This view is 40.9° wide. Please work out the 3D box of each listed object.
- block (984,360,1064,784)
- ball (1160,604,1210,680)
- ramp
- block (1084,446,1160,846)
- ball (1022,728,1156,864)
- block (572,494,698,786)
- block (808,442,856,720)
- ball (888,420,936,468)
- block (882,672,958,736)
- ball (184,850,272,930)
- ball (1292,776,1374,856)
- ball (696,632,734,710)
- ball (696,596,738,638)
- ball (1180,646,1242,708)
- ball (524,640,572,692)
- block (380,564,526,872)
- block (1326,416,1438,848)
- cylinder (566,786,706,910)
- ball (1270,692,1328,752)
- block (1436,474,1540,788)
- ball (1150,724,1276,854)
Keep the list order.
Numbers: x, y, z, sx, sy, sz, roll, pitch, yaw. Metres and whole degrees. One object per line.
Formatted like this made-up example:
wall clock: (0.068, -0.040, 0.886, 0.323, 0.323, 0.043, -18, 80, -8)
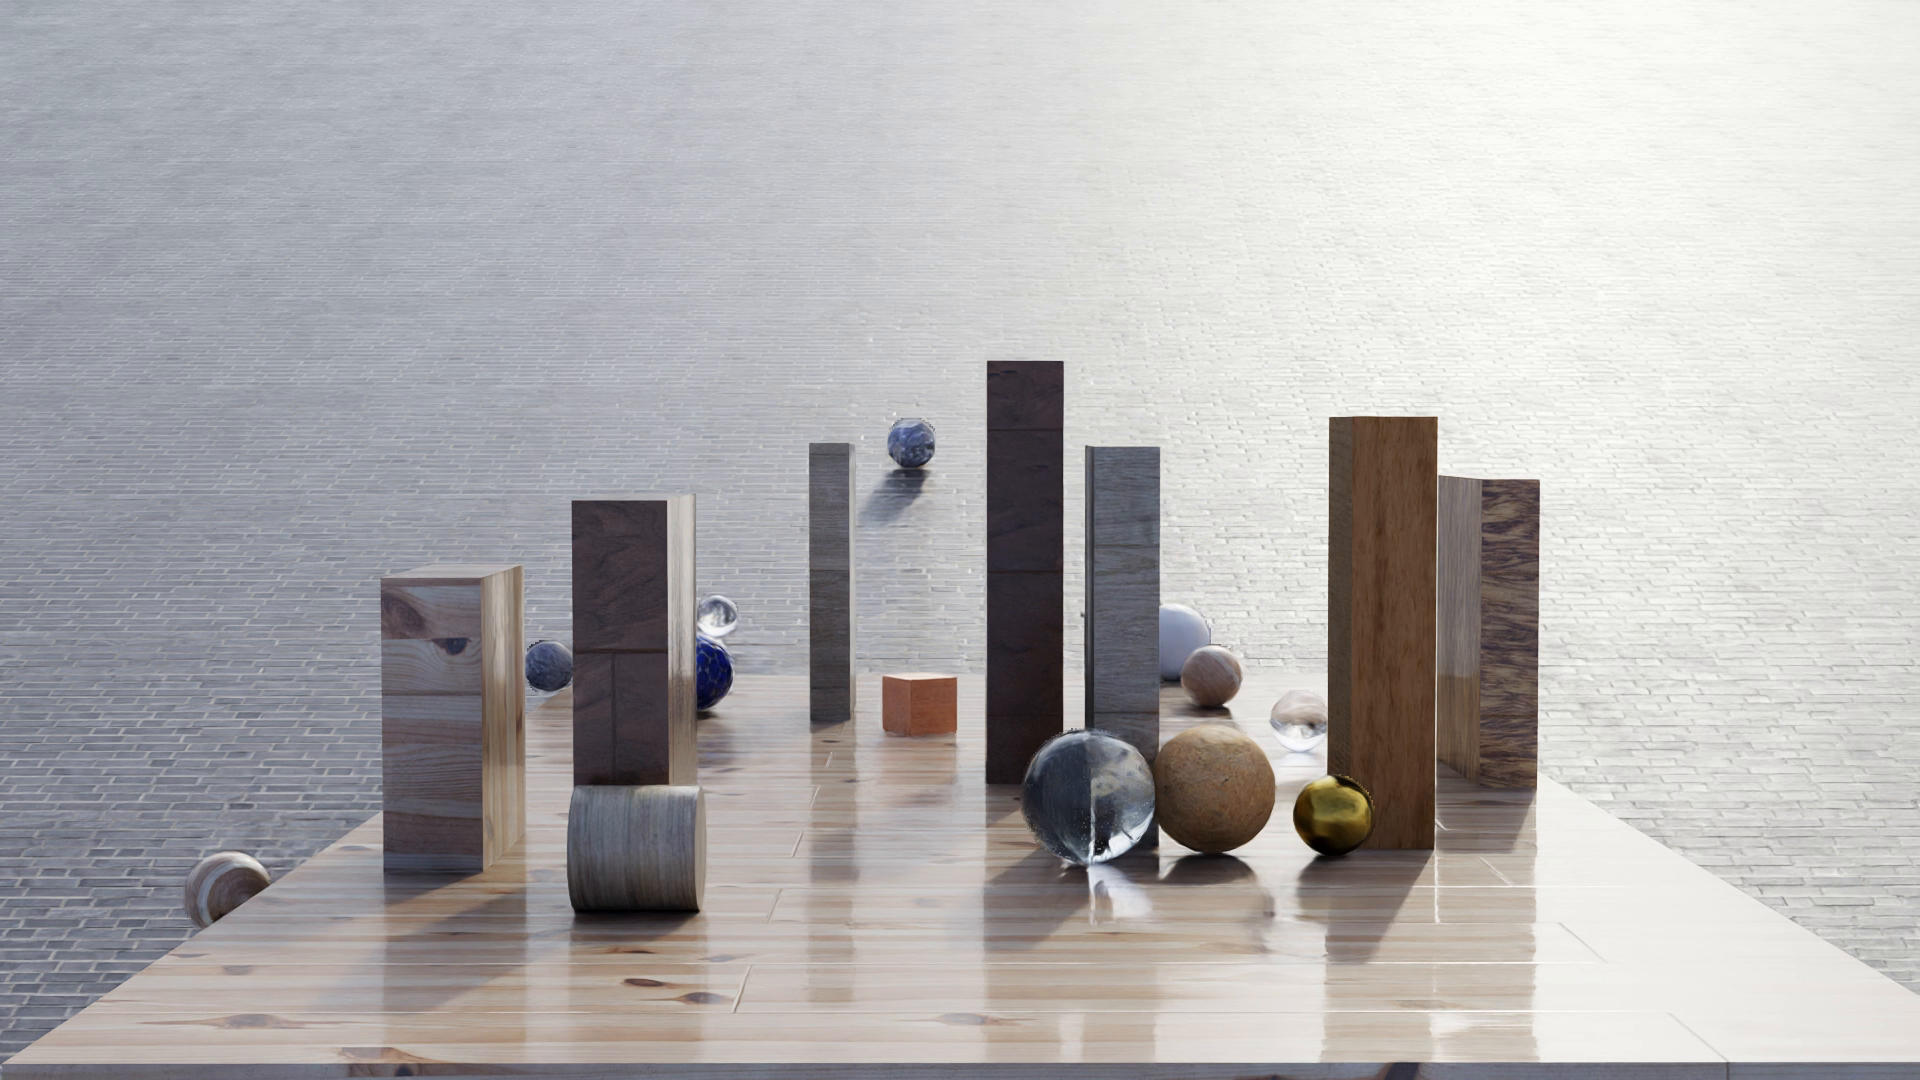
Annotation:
block: (0.114, 0.051, 4.669, 0.135, 0.743, 0.312, 0, 2, 0)
ball: (0.528, 0.253, 6.410, 0.189, 0.189, 0.189, 0, 23, 0)
ramp: (0.053, 0.479, 4.537, 2.000, 0.100, 4.000, 0, 2, 0)
block: (0.249, 0.153, 3.979, 0.098, 0.598, 0.278, 0, 2, 0)
ball: (0.185, 0.368, 3.706, 0.193, 0.193, 0.193, 0, 23, 0)
block: (-0.451, 0.204, 3.605, 0.127, 0.530, 0.373, 0, 2, 0)
block: (-0.279, 0.083, 5.664, 0.086, 0.595, 0.325, 0, 2, 0)
ball: (-0.153, -0.304, 8.104, 0.154, 0.154, 0.154, 0, 23, 0)
block: (-0.084, 0.338, 5.320, 0.113, 0.113, 0.113, -2, 3, -33)
ball: (-1.055, 0.511, 3.715, 0.123, 0.123, 0.123, 0, 23, 0)
ball: (0.546, 0.404, 3.766, 0.116, 0.116, 0.116, 0, 23, 0)
ball: (-0.587, 0.291, 5.702, 0.175, 0.175, 0.175, 0, 23, 0)
ball: (-0.656, 0.206, 6.952, 0.113, 0.113, 0.113, 0, 23, 0)
ball: (0.564, 0.306, 5.773, 0.138, 0.138, 0.138, 0, 23, 0)
ball: (-0.993, 0.305, 6.220, 0.122, 0.122, 0.122, 0, 23, 0)
block: (-0.743, 0.253, 3.800, 0.141, 0.416, 0.363, 0, 2, 0)
block: (0.643, 0.133, 3.934, 0.126, 0.642, 0.243, 0, 2, 0)
cylinder: (-0.418, 0.400, 3.346, 0.162, 0.162, 0.162, 0, 23, 0)
ball: (0.658, 0.351, 4.978, 0.117, 0.117, 0.117, 0, 23, 0)
block: (0.954, 0.154, 4.669, 0.101, 0.537, 0.408, 0, 2, 0)
ball: (0.370, 0.367, 3.788, 0.189, 0.189, 0.189, 0, 23, 0)
